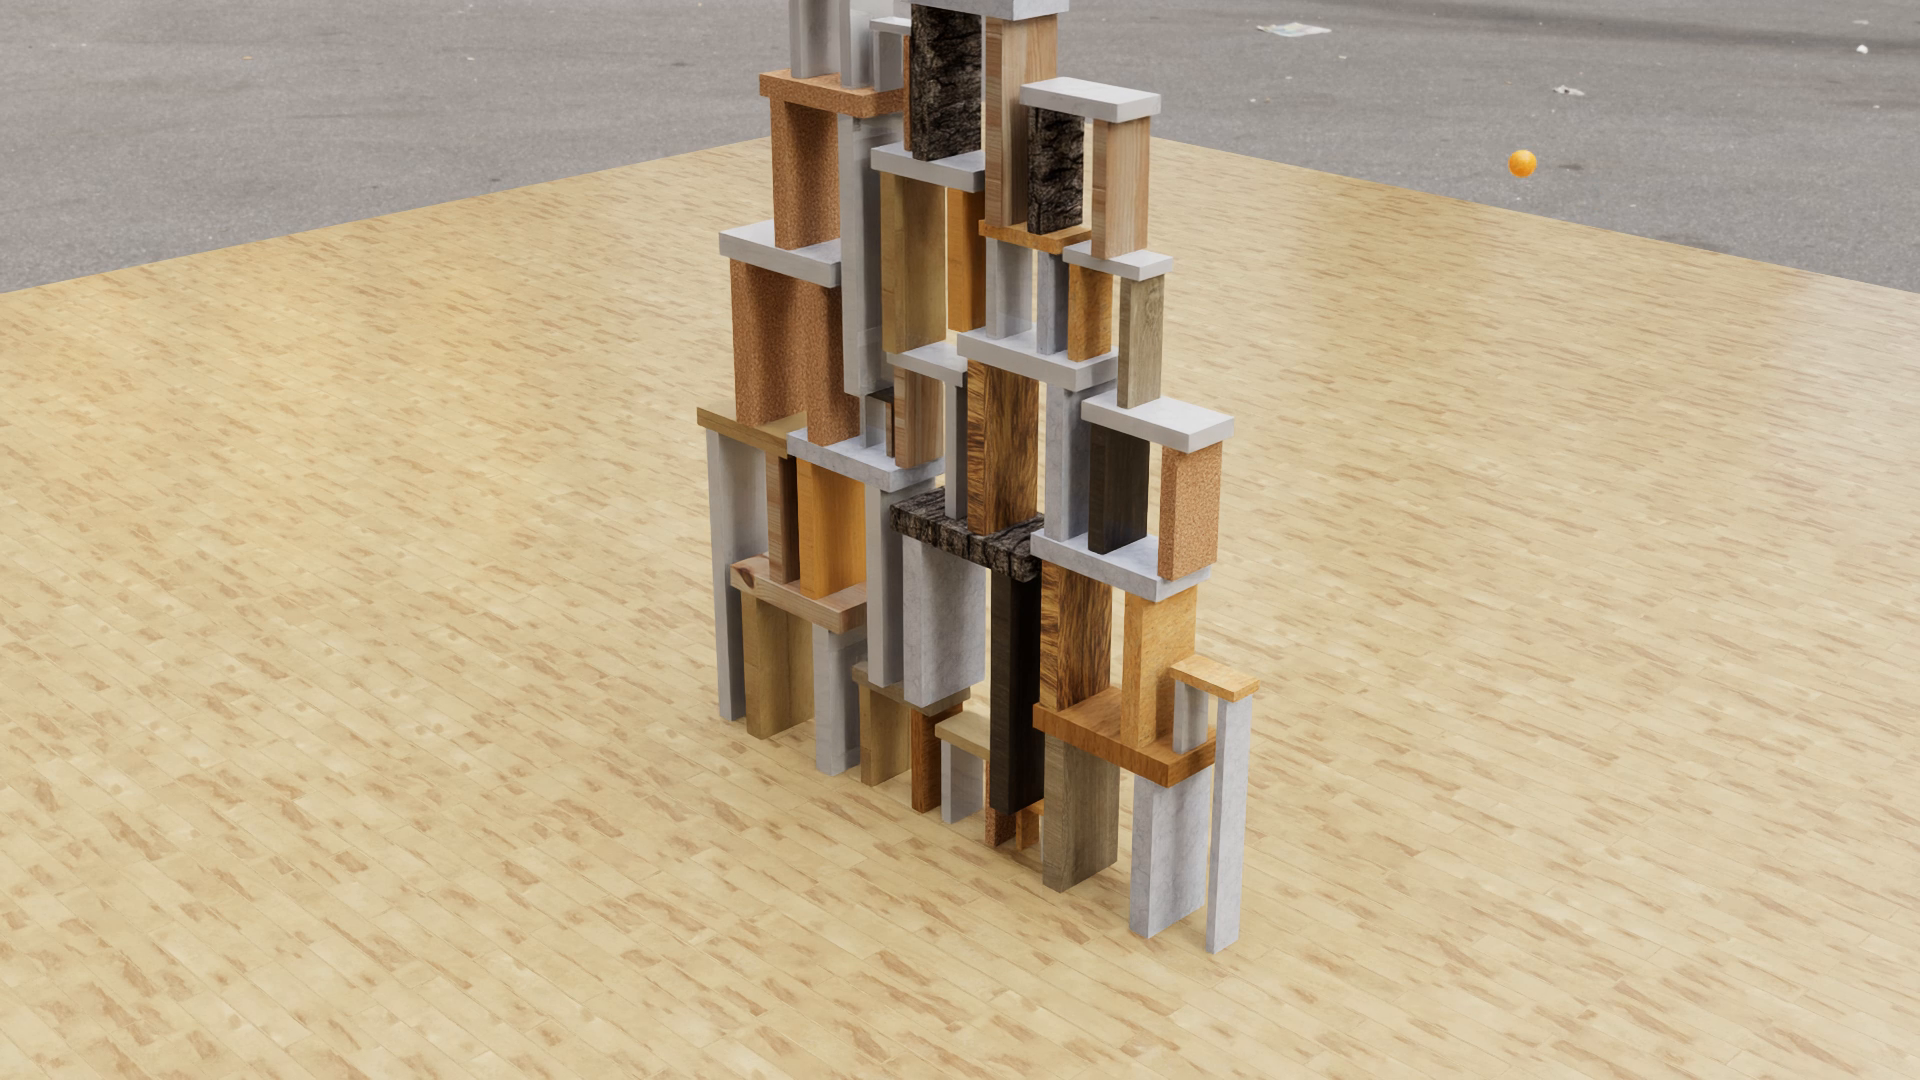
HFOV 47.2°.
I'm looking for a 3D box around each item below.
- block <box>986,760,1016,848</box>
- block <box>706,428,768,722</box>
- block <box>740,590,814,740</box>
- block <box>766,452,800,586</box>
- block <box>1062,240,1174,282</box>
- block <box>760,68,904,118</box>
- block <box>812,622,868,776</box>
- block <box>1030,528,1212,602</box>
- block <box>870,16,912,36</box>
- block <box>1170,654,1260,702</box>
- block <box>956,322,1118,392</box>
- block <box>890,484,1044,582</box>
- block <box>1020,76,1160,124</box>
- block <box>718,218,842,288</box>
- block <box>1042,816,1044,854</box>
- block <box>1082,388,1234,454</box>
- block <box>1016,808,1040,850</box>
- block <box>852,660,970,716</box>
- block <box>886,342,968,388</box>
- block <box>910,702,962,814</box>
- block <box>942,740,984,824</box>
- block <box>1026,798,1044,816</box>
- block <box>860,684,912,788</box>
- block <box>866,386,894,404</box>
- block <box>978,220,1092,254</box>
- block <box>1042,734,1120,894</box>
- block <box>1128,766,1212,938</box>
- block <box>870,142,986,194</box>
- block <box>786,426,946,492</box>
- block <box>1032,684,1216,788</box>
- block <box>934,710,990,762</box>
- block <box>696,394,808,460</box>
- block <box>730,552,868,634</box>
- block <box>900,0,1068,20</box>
[{"bbox_3d":[0.092,0.504,4.336,0.026,0.184,0.092,21,31,41],"label":"block"},{"bbox_3d":[-0.465,0.063,4.750,0.041,0.675,0.143,21,31,41],"label":"block"},{"bbox_3d":[-0.385,0.246,4.746,0.048,0.340,0.170,21,31,41],"label":"block"},{"bbox_3d":[-0.330,-0.063,4.550,0.041,0.286,0.143,21,31,41],"label":"block"},{"bbox_3d":[0.267,-0.477,3.736,0.173,0.024,0.086,21,31,40],"label":"block"},{"bbox_3d":[-0.226,-0.841,4.111,0.145,0.041,0.290,-21,31,-40],"label":"block"},{"bbox_3d":[-0.225,0.308,4.599,0.048,0.340,0.170,21,31,41],"label":"block"},{"bbox_3d":[0.285,0.027,3.925,0.297,0.042,0.148,21,31,41],"label":"block"},{"bbox_3d":[-0.103,-0.921,3.941,0.111,0.016,0.055,20,30,38],"label":"block"},{"bbox_3d":[0.445,0.241,3.843,0.143,0.020,0.072,21,31,41],"label":"block"},{"bbox_3d":[0.148,-0.334,3.926,0.145,0.041,0.291,-21,31,-41],"label":"block"},{"bbox_3d":[0.054,-0.019,4.163,0.178,0.050,0.356,-21,31,-40],"label":"block"},{"bbox_3d":[0.217,-0.739,3.684,0.219,0.031,0.109,21,31,40],"label":"block"},{"bbox_3d":[-0.304,-0.567,4.319,0.330,0.047,0.165,21,31,41],"label":"block"},{"bbox_3d":[0.181,0.574,4.278,0.050,0.101,0.014,-21,31,-41],"label":"block"},{"bbox_3d":[0.338,-0.209,3.769,0.240,0.034,0.120,21,31,41],"label":"block"},{"bbox_3d":[0.133,0.556,4.322,0.050,0.101,0.014,-21,31,-41],"label":"block"},{"bbox_3d":[-0.100,0.288,4.455,0.114,0.032,0.229,-21,31,-41],"label":"block"},{"bbox_3d":[-0.031,-0.334,4.118,0.102,0.029,0.203,-21,31,-40],"label":"block"},{"bbox_3d":[-0.046,0.429,4.457,0.032,0.229,0.114,21,31,41],"label":"block"},{"bbox_3d":[0.005,0.470,4.416,0.026,0.184,0.092,21,31,41],"label":"block"},{"bbox_3d":[0.157,0.512,4.278,0.050,0.014,0.101,-21,31,-40],"label":"block"},{"bbox_3d":[-0.154,0.387,4.556,0.114,0.229,0.032,-21,31,-41],"label":"block"},{"bbox_3d":[-0.145,-0.289,4.263,0.056,0.016,0.112,-21,31,-40],"label":"block"},{"bbox_3d":[0.132,-0.538,3.846,0.185,0.026,0.093,21,31,41],"label":"block"},{"bbox_3d":[0.232,0.492,4.182,0.046,0.328,0.164,21,31,41],"label":"block"},{"bbox_3d":[0.387,0.552,4.040,0.046,0.328,0.164,21,31,41],"label":"block"},{"bbox_3d":[-0.024,-0.678,3.968,0.261,0.037,0.131,21,31,40],"label":"block"},{"bbox_3d":[-0.187,-0.172,4.348,0.150,0.043,0.301,-21,31,-40],"label":"block"},{"bbox_3d":[0.309,0.350,4.038,0.328,0.046,0.164,21,31,41],"label":"block"},{"bbox_3d":[0.048,0.390,4.335,0.184,0.026,0.092,21,31,41],"label":"block"},{"bbox_3d":[-0.398,-0.240,4.548,0.286,0.041,0.143,21,31,41],"label":"block"},{"bbox_3d":[-0.305,0.098,4.597,0.340,0.048,0.170,21,31,41],"label":"block"},{"bbox_3d":[0.041,-0.939,3.789,0.136,0.039,0.273,-21,31,-41],"label":"block"}]
